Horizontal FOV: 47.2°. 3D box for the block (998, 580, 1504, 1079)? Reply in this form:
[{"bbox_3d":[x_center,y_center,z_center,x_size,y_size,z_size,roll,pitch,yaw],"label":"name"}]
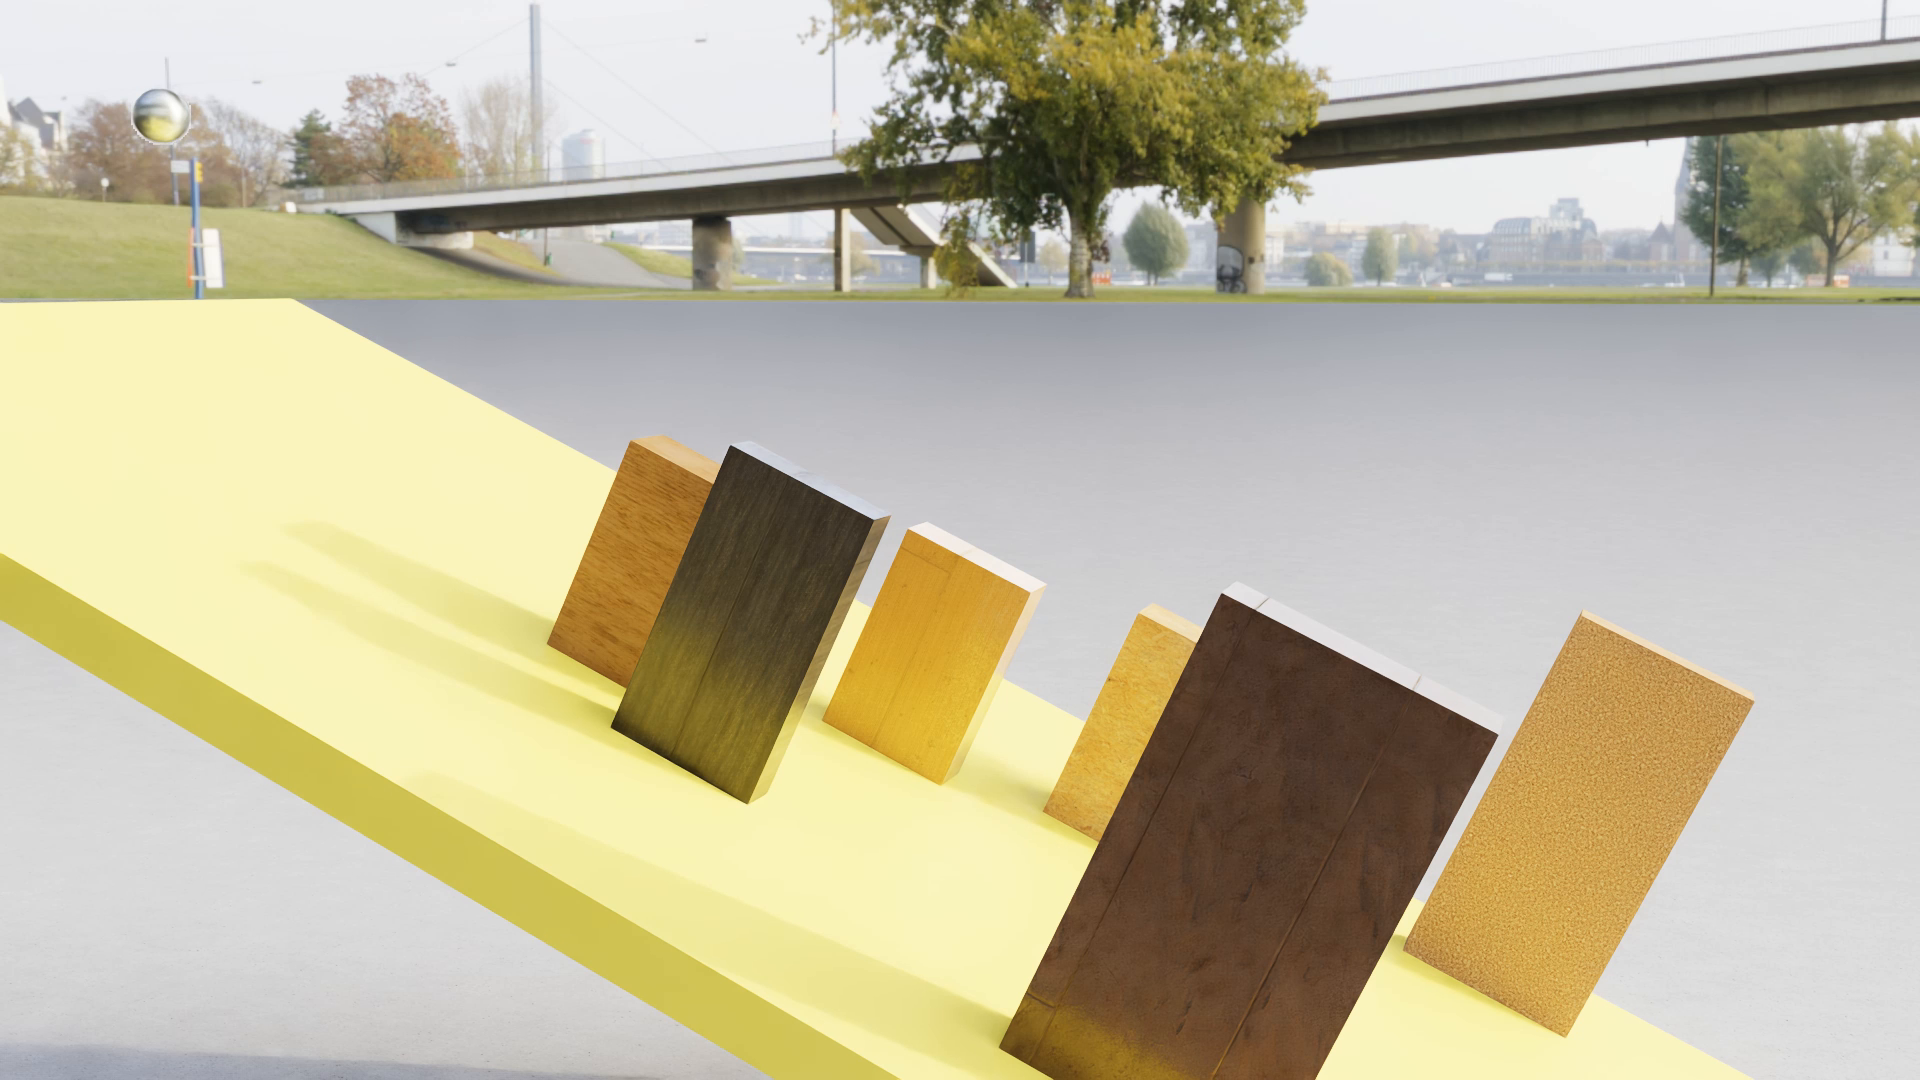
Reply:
[{"bbox_3d":[0.421,0.511,3.241,0.431,0.781,0.126,28,14,12],"label":"block"}]

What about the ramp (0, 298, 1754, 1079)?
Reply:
[{"bbox_3d":[-0.265,0.453,4.171,4.000,0.100,2.000,28,14,12],"label":"ramp"}]

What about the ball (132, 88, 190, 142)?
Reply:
[{"bbox_3d":[-1.728,-0.919,4.757,0.116,0.116,0.116,0,7,0],"label":"ball"}]

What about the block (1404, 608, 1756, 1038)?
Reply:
[{"bbox_3d":[1.237,0.572,4.428,0.362,0.783,0.096,28,14,12],"label":"block"}]

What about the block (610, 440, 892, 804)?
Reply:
[{"bbox_3d":[-0.363,0.142,3.782,0.283,0.551,0.089,28,14,12],"label":"block"}]

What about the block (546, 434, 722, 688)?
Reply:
[{"bbox_3d":[-0.490,0.087,4.050,0.392,0.422,0.141,28,14,12],"label":"block"}]

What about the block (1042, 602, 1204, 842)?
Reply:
[{"bbox_3d":[0.410,0.402,4.350,0.310,0.451,0.138,28,14,12],"label":"block"}]

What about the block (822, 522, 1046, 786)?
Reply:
[{"bbox_3d":[-0.051,0.220,4.295,0.271,0.426,0.117,28,14,12],"label":"block"}]
